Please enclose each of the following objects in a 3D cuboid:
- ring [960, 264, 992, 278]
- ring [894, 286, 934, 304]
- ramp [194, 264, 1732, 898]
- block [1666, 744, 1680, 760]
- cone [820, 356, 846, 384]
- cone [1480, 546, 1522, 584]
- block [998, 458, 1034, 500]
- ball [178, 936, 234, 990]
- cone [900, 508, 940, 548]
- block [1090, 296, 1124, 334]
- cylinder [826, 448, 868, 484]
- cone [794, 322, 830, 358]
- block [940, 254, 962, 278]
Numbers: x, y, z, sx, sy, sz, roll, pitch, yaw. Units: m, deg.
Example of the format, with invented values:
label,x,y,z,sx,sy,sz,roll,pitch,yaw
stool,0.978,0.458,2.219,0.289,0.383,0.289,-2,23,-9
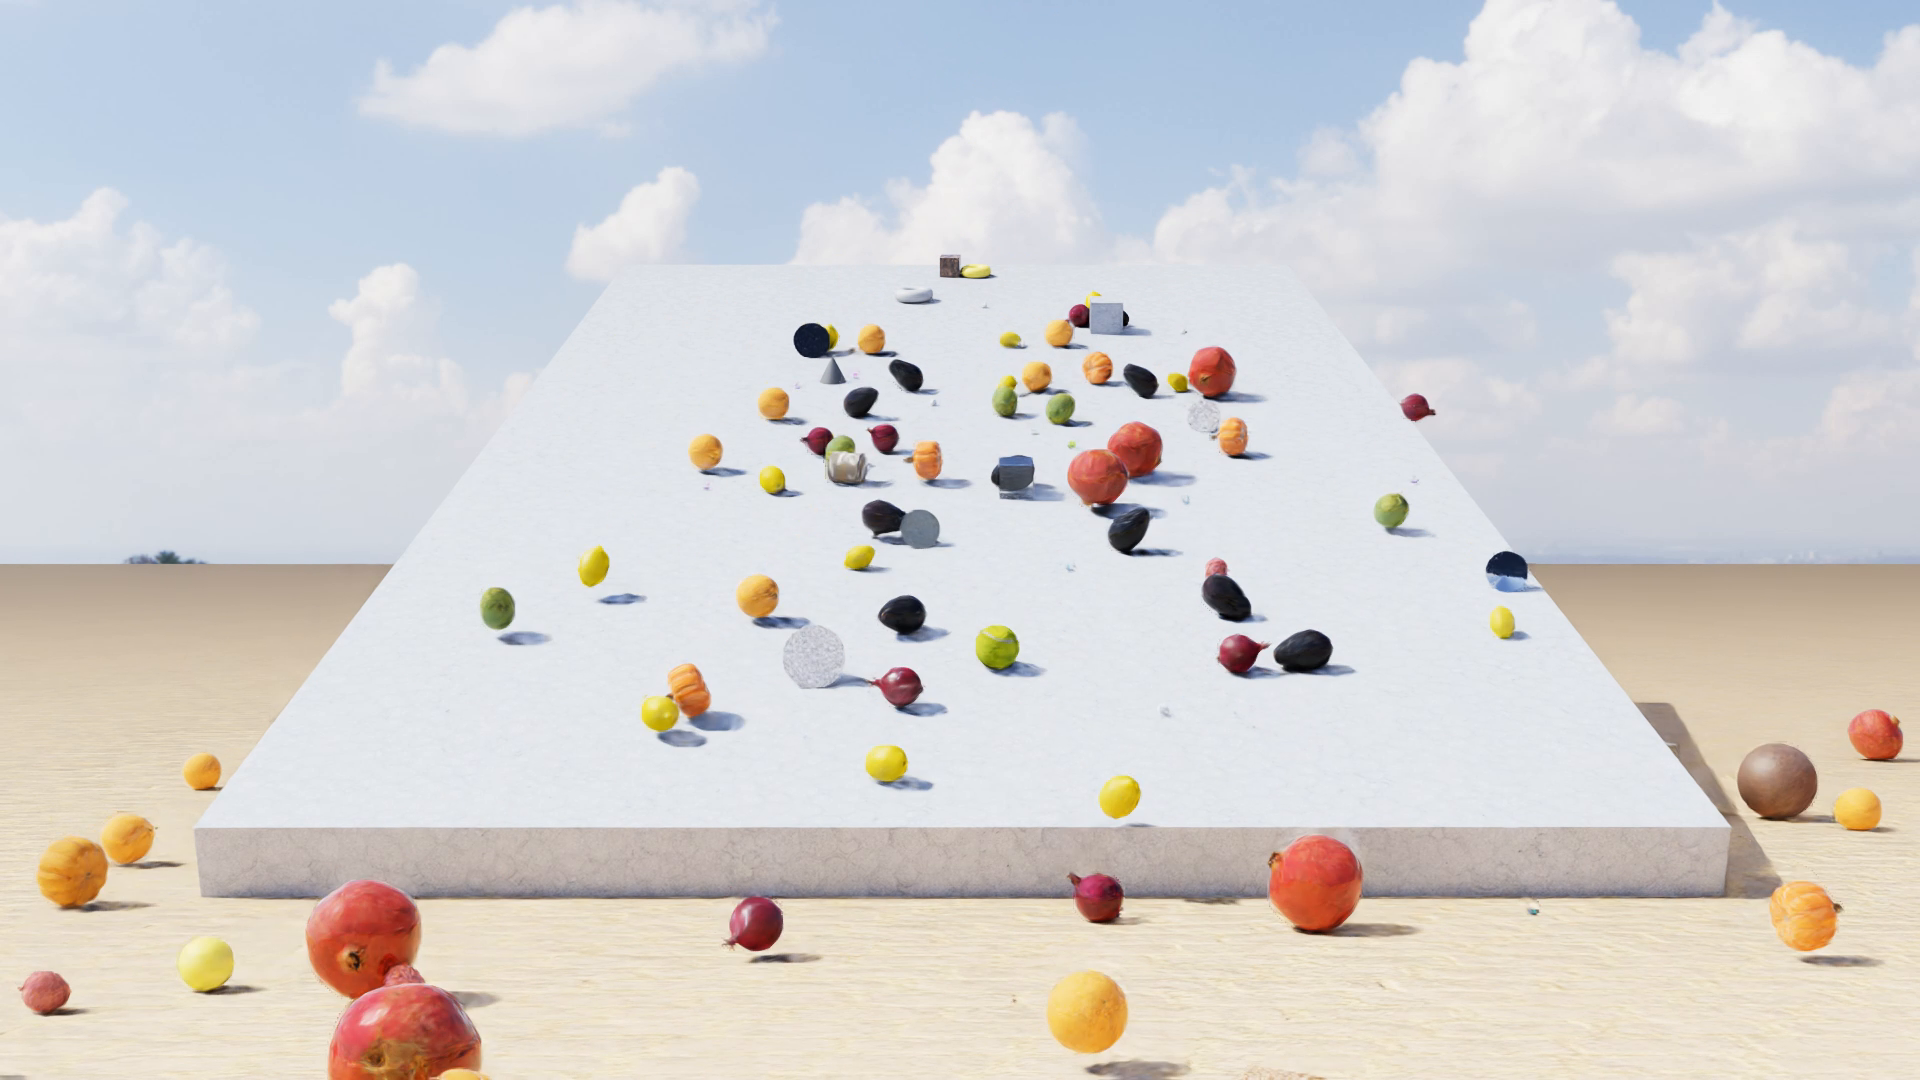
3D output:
label,x,y,z,sx,sy,sz,roll,pitch,yaw
ring,0.046,-0.788,6.536,0.091,0.030,0.091,-1,17,0
ring,-0.128,-0.682,6.188,0.109,0.036,0.109,-1,17,0
ramp,-0.003,-0.180,4.821,2.000,0.100,4.000,0,17,0
block,1.341,0.438,4.340,0.083,0.083,0.083,0,-1,-41
cone,-0.300,-0.405,5.262,0.064,0.064,0.064,0,17,0
cone,0.939,0.060,3.844,0.072,0.072,0.072,0,-30,23
block,0.109,-0.121,4.358,0.067,0.067,0.067,0,17,0
ball,-0.776,0.436,2.295,0.055,0.055,0.055,0,0,0
cone,-0.079,-0.014,4.073,0.074,0.074,0.074,0,-10,-10
block,0.381,-0.585,5.805,0.083,0.083,0.083,0,17,1
cylinder,-0.224,-0.143,4.434,0.062,0.062,0.062,-16,-7,25
cone,-0.376,-0.484,5.550,0.092,0.092,0.092,0,-10,-12
block,-0.028,-0.804,6.538,0.058,0.058,0.058,2,18,5
